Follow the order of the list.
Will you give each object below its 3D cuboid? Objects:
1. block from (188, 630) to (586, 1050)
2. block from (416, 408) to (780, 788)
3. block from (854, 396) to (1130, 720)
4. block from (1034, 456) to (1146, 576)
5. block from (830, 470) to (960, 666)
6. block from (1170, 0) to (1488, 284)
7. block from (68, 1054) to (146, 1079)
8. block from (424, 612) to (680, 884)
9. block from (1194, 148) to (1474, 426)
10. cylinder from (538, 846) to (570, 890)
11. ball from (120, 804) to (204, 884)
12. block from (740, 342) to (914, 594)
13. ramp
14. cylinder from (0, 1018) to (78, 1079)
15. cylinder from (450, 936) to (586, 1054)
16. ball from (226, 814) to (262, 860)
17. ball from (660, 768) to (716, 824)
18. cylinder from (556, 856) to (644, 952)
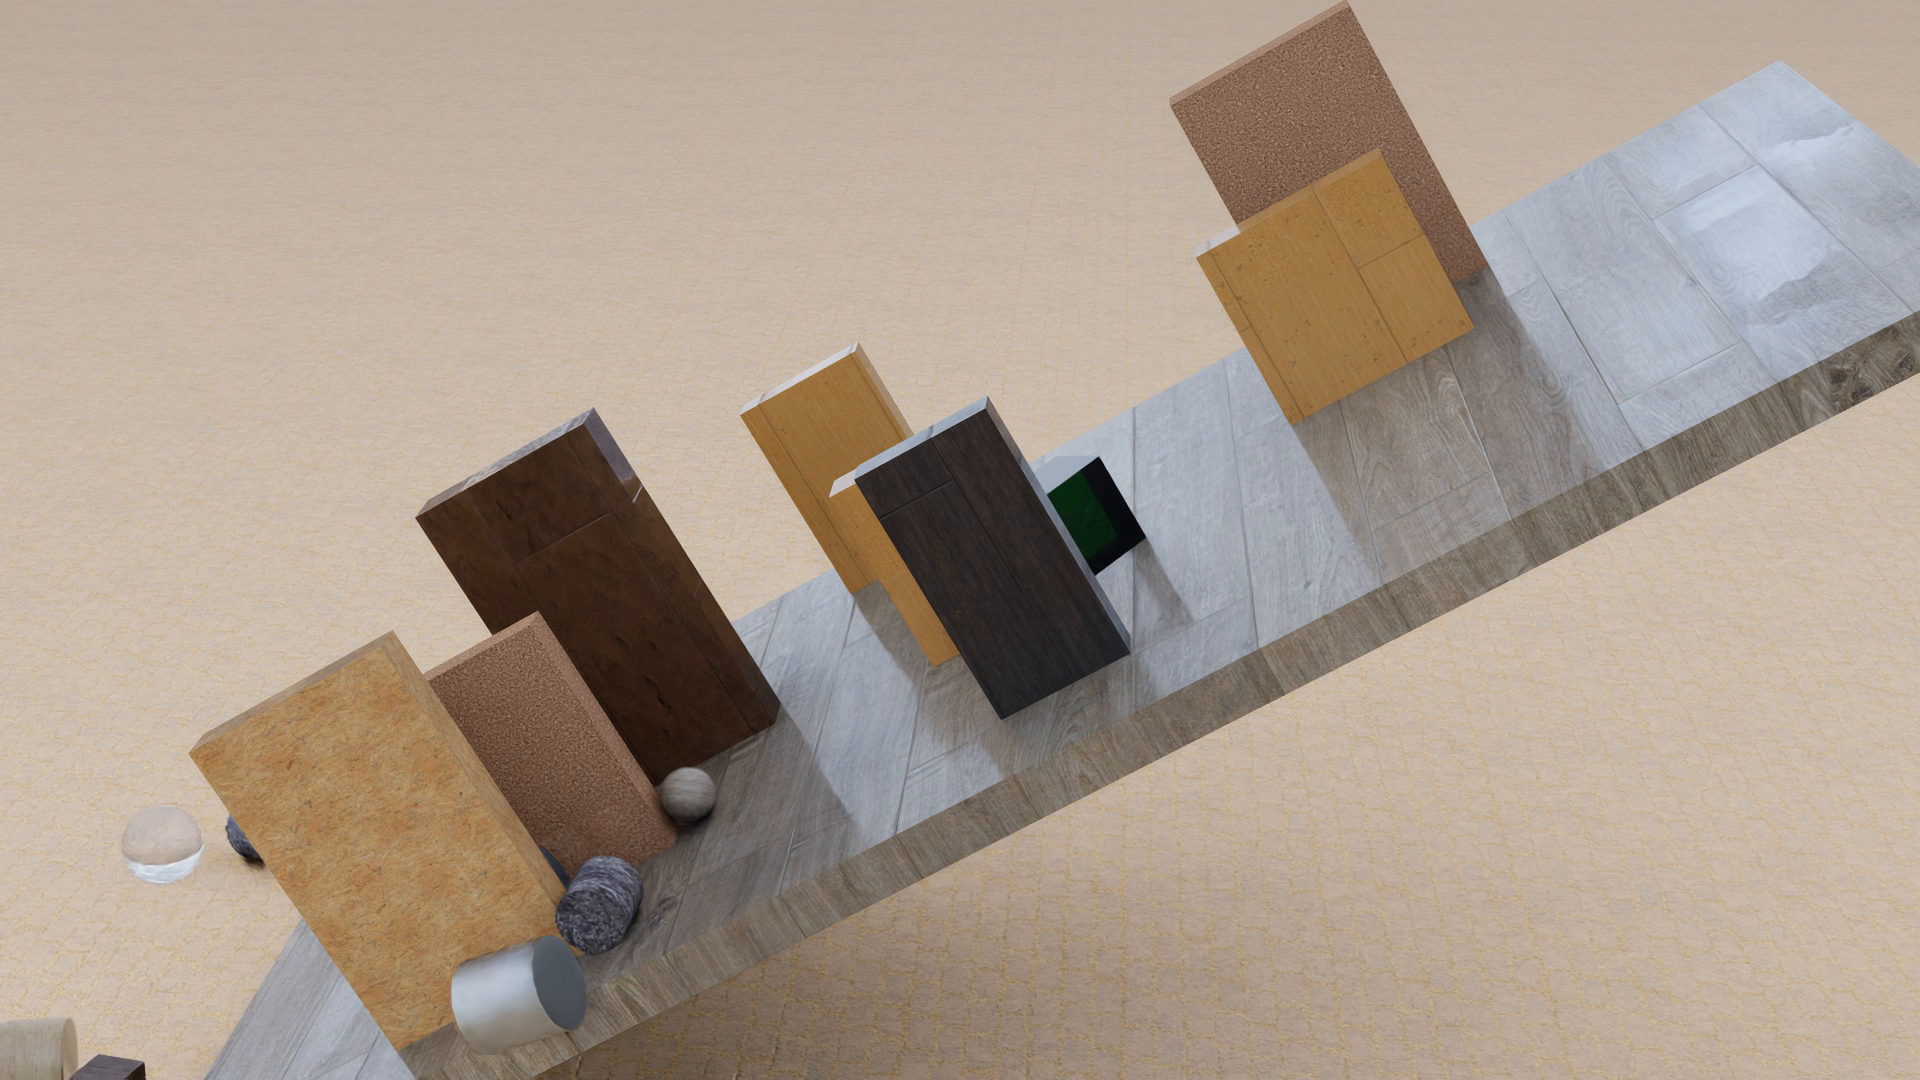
[{"bbox_3d":[-1.099,0.590,5.717,0.447,0.725,0.097,-28,15,12],"label":"block"},{"bbox_3d":[-0.783,0.157,6.413,0.431,0.781,0.126,-28,15,12],"label":"block"},{"bbox_3d":[0.065,0.037,5.564,0.283,0.551,0.089,-28,15,12],"label":"block"},{"bbox_3d":[0.221,-0.036,6.194,0.204,0.204,0.204,-36,15,-19],"label":"block"},{"bbox_3d":[-0.043,0.009,6.128,0.271,0.426,0.117,-28,15,12],"label":"block"},{"bbox_3d":[0.828,-0.806,6.606,0.447,0.665,0.106,-28,15,12],"label":"block"},{"bbox_3d":[-1.834,1.194,6.338,0.115,0.115,0.115,6,19,16],"label":"block"},{"bbox_3d":[-0.888,0.473,6.041,0.386,0.547,0.087,-28,15,12],"label":"block"},{"bbox_3d":[0.797,-0.538,6.265,0.441,0.423,0.095,-28,15,12],"label":"block"},{"bbox_3d":[-0.895,0.727,5.999,0.154,0.154,0.154,-28,15,12],"label":"cylinder"},{"bbox_3d":[-2.022,0.772,7.459,0.203,0.203,0.203,0,18,0],"label":"ball"},{"bbox_3d":[-0.250,-0.169,6.974,0.316,0.510,0.090,-28,15,12],"label":"block"},{"bbox_3d":[0.142,0.168,6.284,4.000,0.100,2.000,-28,15,12],"label":"ramp"},{"bbox_3d":[-2.028,1.140,6.383,0.189,0.189,0.189,-2,19,-7],"label":"cylinder"},{"bbox_3d":[-0.818,0.844,5.459,0.179,0.179,0.179,-19,12,20],"label":"cylinder"},{"bbox_3d":[-1.810,0.743,7.601,0.168,0.168,0.168,0,18,0],"label":"ball"},{"bbox_3d":[-0.562,0.527,6.074,0.115,0.115,0.115,0,18,0],"label":"ball"},{"bbox_3d":[-0.698,0.706,5.704,0.138,0.138,0.138,3,22,9],"label":"cylinder"}]
